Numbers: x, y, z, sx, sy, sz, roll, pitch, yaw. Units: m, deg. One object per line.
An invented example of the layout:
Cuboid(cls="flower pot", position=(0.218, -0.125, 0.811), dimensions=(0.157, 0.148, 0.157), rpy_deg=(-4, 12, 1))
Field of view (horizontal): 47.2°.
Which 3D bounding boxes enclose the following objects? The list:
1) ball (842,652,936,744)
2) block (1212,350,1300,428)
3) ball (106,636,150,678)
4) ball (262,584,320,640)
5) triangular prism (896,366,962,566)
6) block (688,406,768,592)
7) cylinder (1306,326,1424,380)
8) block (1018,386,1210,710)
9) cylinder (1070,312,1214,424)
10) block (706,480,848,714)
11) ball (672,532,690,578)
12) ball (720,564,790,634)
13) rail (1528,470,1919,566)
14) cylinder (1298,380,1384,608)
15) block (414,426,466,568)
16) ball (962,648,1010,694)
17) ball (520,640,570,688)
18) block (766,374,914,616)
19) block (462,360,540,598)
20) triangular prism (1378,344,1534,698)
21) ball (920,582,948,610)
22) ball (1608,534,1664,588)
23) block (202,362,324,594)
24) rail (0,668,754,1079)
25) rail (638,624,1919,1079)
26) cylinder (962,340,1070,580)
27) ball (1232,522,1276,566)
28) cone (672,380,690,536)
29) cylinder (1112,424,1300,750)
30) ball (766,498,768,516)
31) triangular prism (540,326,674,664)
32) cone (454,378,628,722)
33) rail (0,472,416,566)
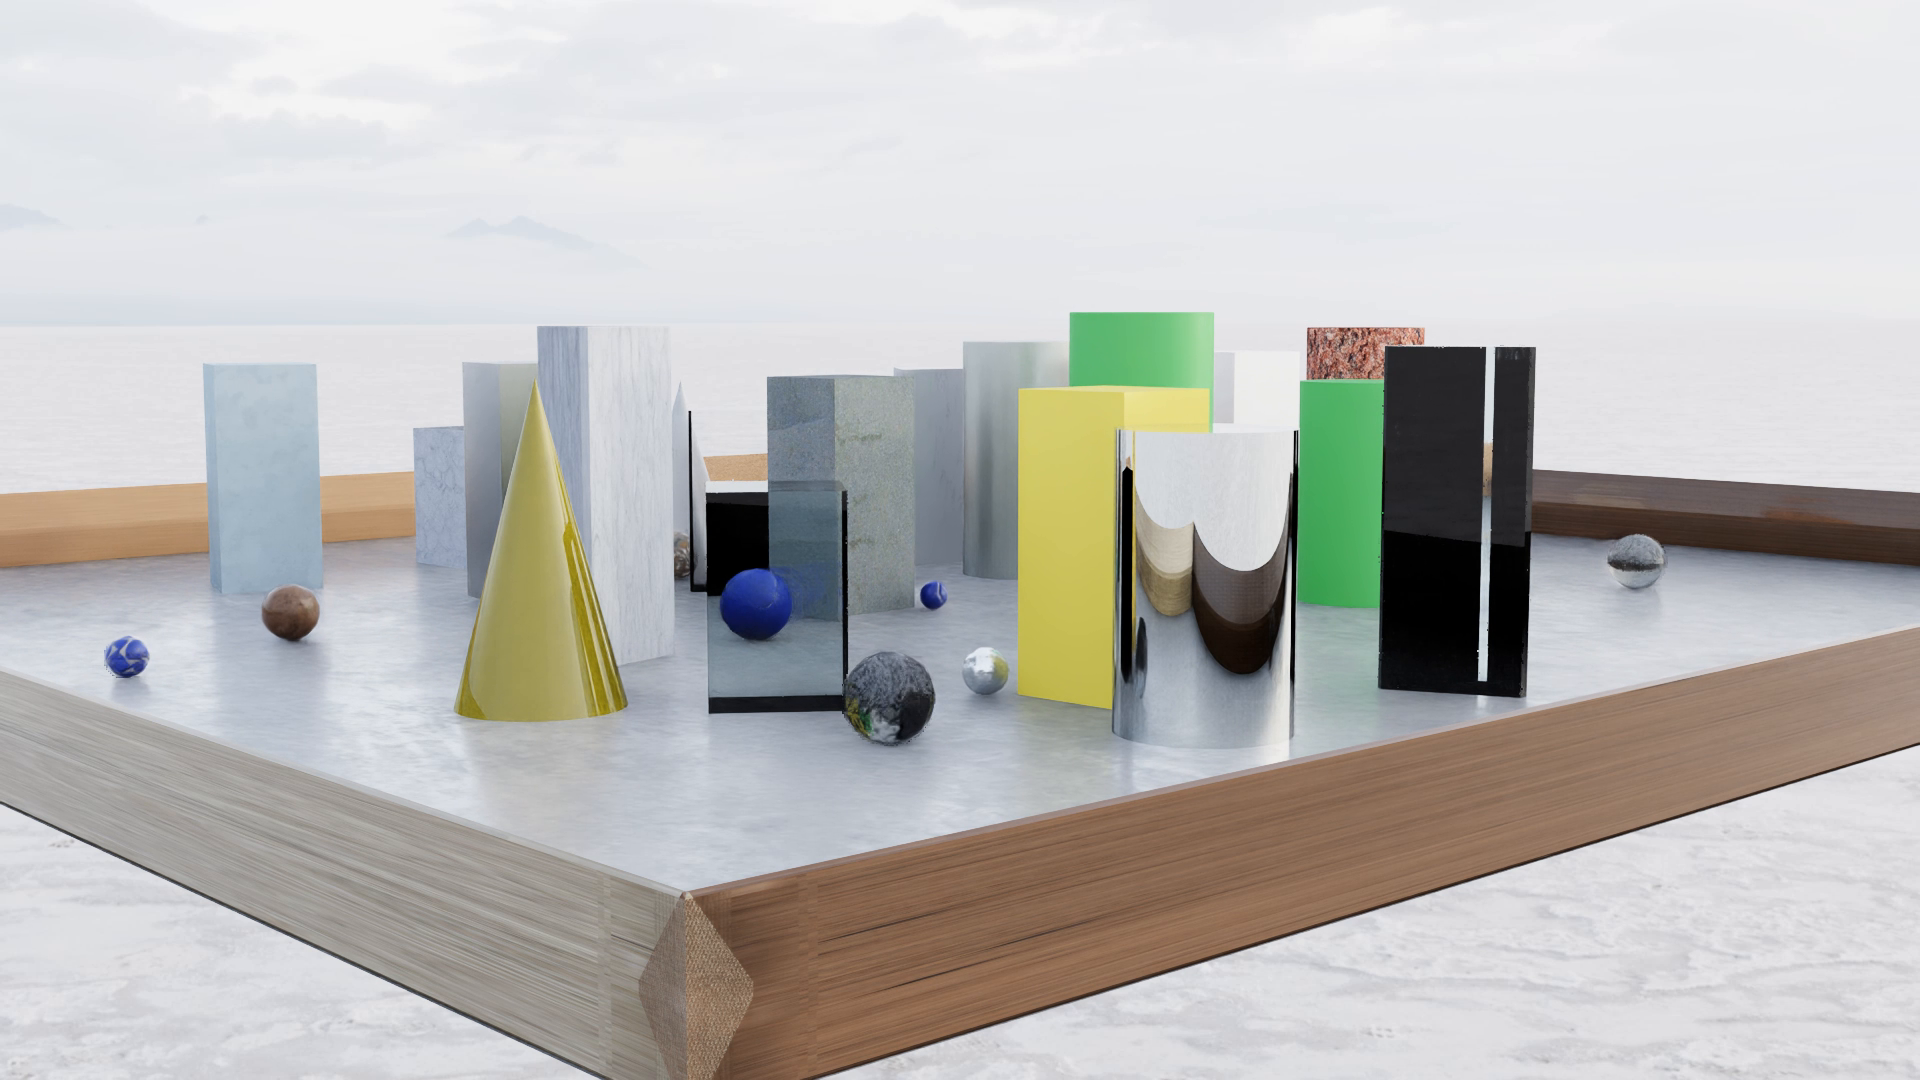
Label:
Cuboid(cls="ball", position=(-0.073, 0.162, 2.257), dimensions=(0.095, 0.095, 0.095), rpy_deg=(0, 6, 0))
Cuboid(cls="block", position=(0.511, -0.162, 4.041), dimensions=(0.155, 0.367, 0.155), rpy_deg=(-4, 7, -34))
Cuboid(cls="ball", position=(-1.010, 0.142, 2.668), dimensions=(0.050, 0.050, 0.050), rpy_deg=(0, 6, 0))
Cuboid(cls="ball", position=(-0.902, 0.098, 2.964), dimensions=(0.076, 0.076, 0.076), rpy_deg=(0, 6, 0))
Cuboid(cls="triangular prism", position=(-0.073, -0.135, 3.909), dimensions=(0.168, 0.341, 0.145), rpy_deg=(-4, 7, -37))
Cuboid(cls="block", position=(-0.353, -0.069, 3.538), dimensions=(0.155, 0.287, 0.155), rpy_deg=(0, 6, -4))
Cuboid(cls="cylinder", position=(0.675, -0.148, 3.683), dimensions=(0.193, 0.414, 0.193), rpy_deg=(0, 6, 0))
Cuboid(cls="block", position=(0.176, 0.003, 2.535), dimensions=(0.155, 0.354, 0.155), rpy_deg=(6, 8, 43))
Cuboid(cls="cylinder", position=(0.243, -0.086, 2.967), dimensions=(0.193, 0.440, 0.193), rpy_deg=(0, 6, 0))
Cuboid(cls="block", position=(-0.210, 0.061, 2.500), dimensions=(0.155, 0.245, 0.155), rpy_deg=(-1, 6, -6))
Cuboid(cls="ball", position=(-0.469, 0.025, 3.640), dimensions=(0.078, 0.078, 0.078), rpy_deg=(0, 6, 0))
Cuboid(cls="ball", position=(-0.281, 0.082, 3.014), dimensions=(0.097, 0.097, 0.097), rpy_deg=(0, 6, 0))
Cuboid(cls="rail", position=(1.129, -0.076, 4.368), dimensions=(0.045, 0.126, 2.940), rpy_deg=(-6, 8, -42))
Cuboid(cls="cylinder", position=(0.616, -0.075, 3.368), dimensions=(0.193, 0.335, 0.193), rpy_deg=(0, 6, 0))
Cuboid(cls="block", position=(-0.850, -0.079, 3.875), dimensions=(0.155, 0.237, 0.155), rpy_deg=(5, 8, 42))
Cuboid(cls="ball", position=(0.029, 0.152, 2.548), dimensions=(0.055, 0.055, 0.055), rpy_deg=(0, 6, 0))
Cuboid(cls="ball", position=(-0.490, 0.146, 2.597), dimensions=(0.057, 0.057, 0.057), rpy_deg=(0, 6, 0))
Cuboid(cls="block", position=(-0.177, -0.071, 3.277), dimensions=(0.155, 0.345, 0.155), rpy_deg=(-6, 8, -44))
Cuboid(cls="block", position=(-0.661, -0.092, 3.390), dimensions=(0.155, 0.363, 0.155), rpy_deg=(-4, 7, -33))
Cuboid(cls="triangular prism", position=(0.597, -0.029, 2.606), dimensions=(0.168, 0.402, 0.145), rpy_deg=(2, 6, 21))
Cuboid(cls="ball", position=(-0.039, 0.083, 3.268), dimensions=(0.042, 0.042, 0.042), rpy_deg=(0, 6, 0))
Cuboid(cls="ball", position=(1.080, 0.035, 3.511), dimensions=(0.087, 0.087, 0.087), rpy_deg=(0, 6, 0))
Cuboid(cls="block", position=(-1.120, -0.104, 3.533), dimensions=(0.155, 0.358, 0.155), rpy_deg=(-3, 7, -25))
Cuboid(cls="rail", position=(-1.129, 0.142, 2.296), dimensions=(0.045, 0.126, 2.940), rpy_deg=(-6, 8, -42))
Cuboid(cls="rail", position=(0.981, 0.144, 2.275), dimensions=(3.121, 0.126, 0.045), rpy_deg=(-6, 8, -42))
Cuboid(cls="cylinder", position=(0.101, -0.138, 3.703), dimensions=(0.193, 0.391, 0.193), rpy_deg=(0, 6, 0))
Cuboid(cls="ball", position=(0.512, 0.007, 3.826), dimensions=(0.076, 0.076, 0.076), rpy_deg=(0, 6, 0))
Cuboid(cls="cone", position=(-0.474, -0.111, 3.754), dimensions=(0.193, 0.326, 0.193), rpy_deg=(0, 6, 0))
Cuboid(cls="cylinder", position=(0.257, 0.043, 2.312), dimensions=(0.193, 0.321, 0.193), rpy_deg=(0, 6, 0))
Cuboid(cls="ball", position=(-0.344, -0.067, 4.431), dimensions=(0.097, 0.097, 0.097), rpy_deg=(0, 6, 0))
Cuboid(cls="triangular prism", position=(-0.477, -0.060, 2.804), dimensions=(0.145, 0.423, 0.168), rpy_deg=(4, 7, 31))
Cuboid(cls="cone", position=(-0.471, 0.003, 2.456), dimensions=(0.193, 0.370, 0.193), rpy_deg=(0, 6, 0))
Cuboid(cls="rail", position=(-0.981, -0.078, 4.389), dimensions=(3.121, 0.126, 0.045), rpy_deg=(-6, 8, -42))
